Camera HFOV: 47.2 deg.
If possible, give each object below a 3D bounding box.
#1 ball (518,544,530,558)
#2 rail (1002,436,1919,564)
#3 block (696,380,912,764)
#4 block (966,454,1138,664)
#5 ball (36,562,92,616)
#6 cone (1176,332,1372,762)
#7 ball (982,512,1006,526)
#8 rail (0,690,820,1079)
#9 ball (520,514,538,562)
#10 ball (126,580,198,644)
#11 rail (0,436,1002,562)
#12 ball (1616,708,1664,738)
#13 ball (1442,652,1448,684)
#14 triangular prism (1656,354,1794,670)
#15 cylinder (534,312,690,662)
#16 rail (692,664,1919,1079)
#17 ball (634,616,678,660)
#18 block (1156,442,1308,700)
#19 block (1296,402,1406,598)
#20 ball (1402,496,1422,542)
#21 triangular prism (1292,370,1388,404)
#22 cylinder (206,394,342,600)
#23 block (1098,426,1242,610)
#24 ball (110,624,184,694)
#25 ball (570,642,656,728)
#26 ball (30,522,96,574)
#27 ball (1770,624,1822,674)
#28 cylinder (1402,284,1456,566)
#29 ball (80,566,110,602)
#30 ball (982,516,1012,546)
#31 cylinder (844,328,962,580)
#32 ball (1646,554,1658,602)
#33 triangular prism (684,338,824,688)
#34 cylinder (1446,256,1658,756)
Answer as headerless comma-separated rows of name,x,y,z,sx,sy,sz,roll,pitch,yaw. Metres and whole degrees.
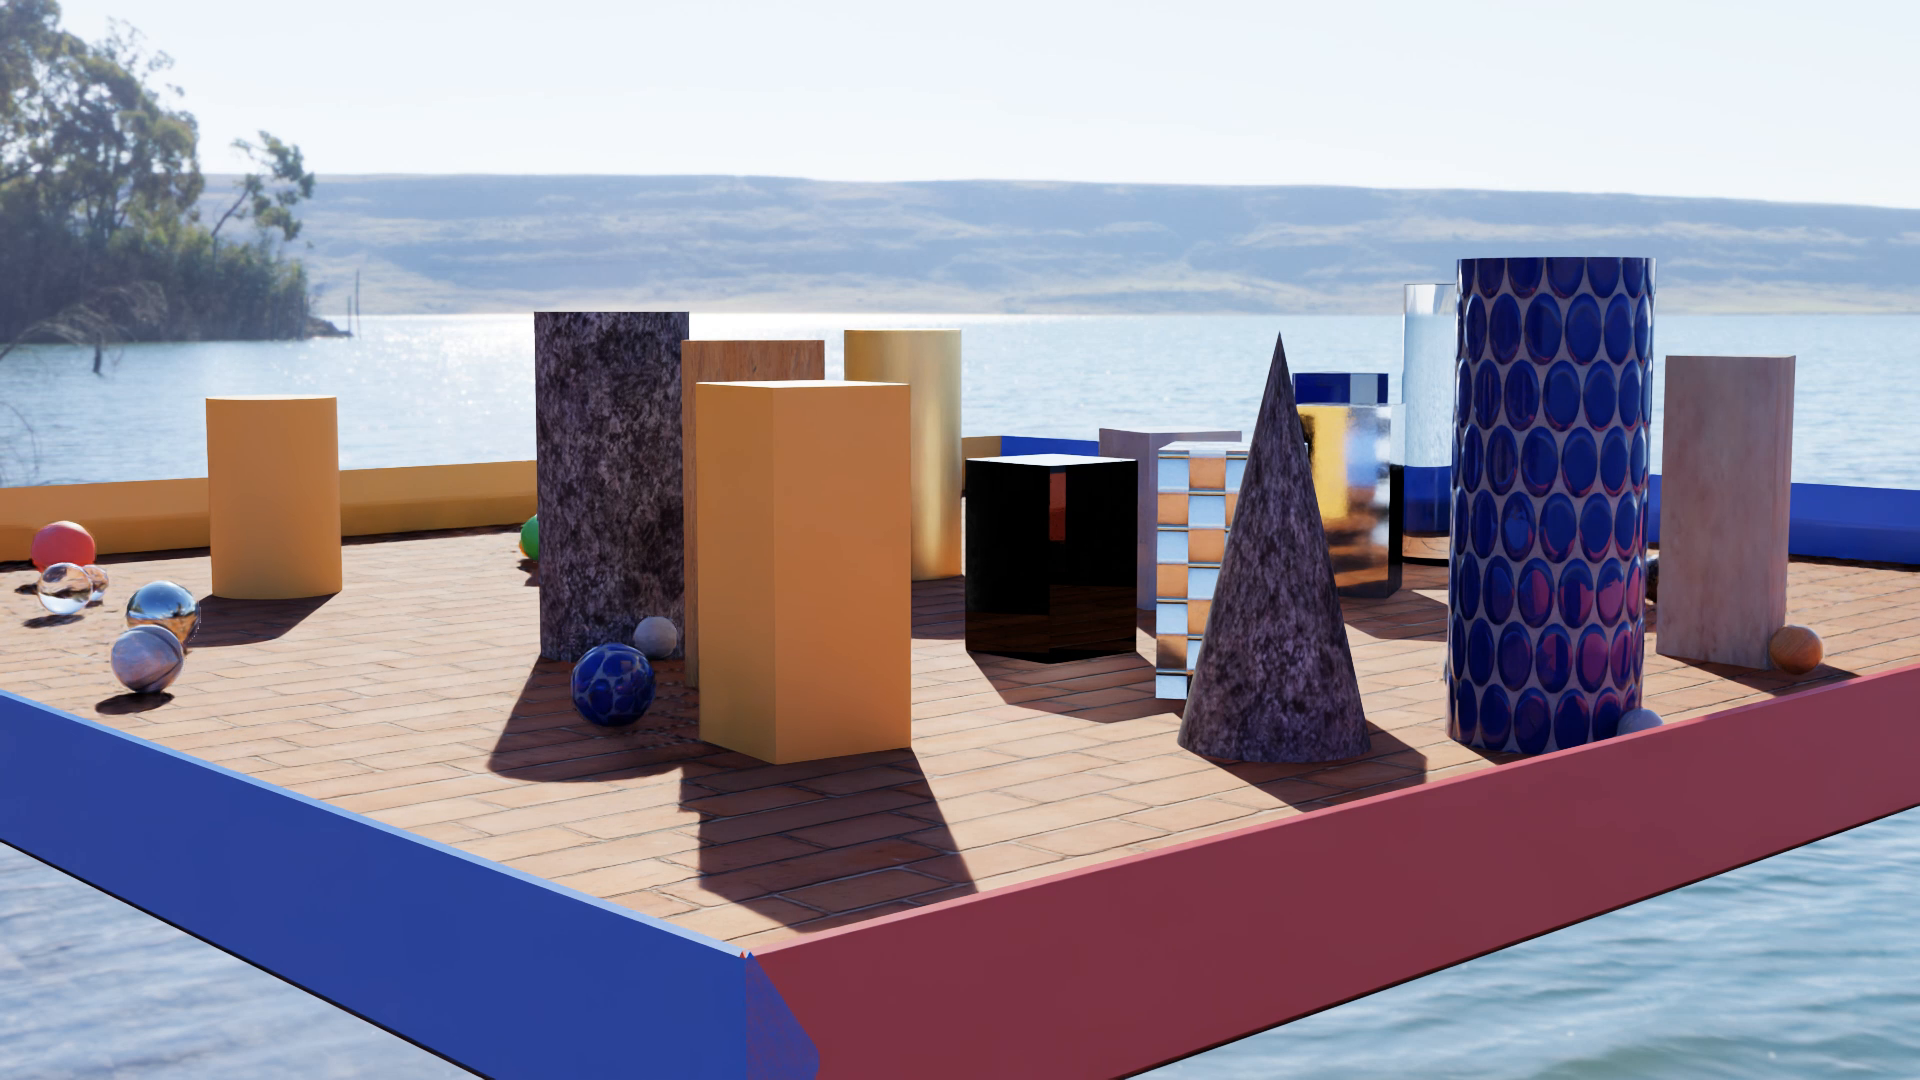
ball,-0.769,0.008,3.965,0.051,0.051,0.051,0,6,0
rail,1.165,-0.078,4.401,0.045,0.129,3.176,-5,8,-42
block,-0.161,0.025,2.255,0.159,0.371,0.159,-4,7,-34
block,0.119,0.020,2.877,0.159,0.252,0.159,-5,8,-41
ball,-1.315,0.072,3.228,0.077,0.077,0.077,0,6,0
cone,0.324,-0.002,2.251,0.199,0.426,0.199,0,6,0
ball,0.069,-0.026,4.270,0.055,0.055,0.055,0,6,0
rail,-1.165,0.145,2.263,0.045,0.129,3.176,-5,8,-42
ball,-0.735,-0.004,3.899,0.088,0.088,0.088,0,6,0
ball,-1.052,0.099,2.901,0.090,0.090,0.090,0,6,0
rail,-1.061,-0.085,4.475,3.217,0.129,0.045,-5,8,-42
ball,0.683,0.193,2.205,0.048,0.048,0.048,0,6,0
ball,0.587,0.148,2.505,0.075,0.075,0.075,0,6,0
triangular prism,1.020,-0.043,2.829,0.149,0.388,0.172,-4,7,-35
cylinder,-0.449,-0.074,2.862,0.199,0.444,0.199,0,6,0
rail,1.061,0.153,2.188,3.217,0.129,0.045,-5,8,-42
ball,-0.381,0.122,2.753,0.055,0.055,0.055,0,6,0
block,0.321,0.033,2.584,0.159,0.287,0.159,1,6,12
block,0.615,-0.067,3.501,0.159,0.296,0.159,2,6,19
ball,0.842,-0.041,4.235,0.094,0.094,0.094,0,6,0
triangular prism,0.700,-0.148,4.107,0.172,0.332,0.149,0,6,4
cylinder,-1.087,-0.072,3.488,0.199,0.309,0.199,0,6,0
block,0.320,-0.037,3.368,0.159,0.265,0.159,-3,7,-24
ball,-0.949,0.139,2.568,0.081,0.081,0.081,0,6,0
ball,-0.372,0.155,2.357,0.091,0.091,0.091,0,6,0
ball,-1.481,0.019,3.632,0.099,0.099,0.099,0,6,0
ball,1.027,0.134,2.702,0.062,0.062,0.062,0,6,0
cylinder,0.884,-0.207,3.908,0.199,0.491,0.199,0,6,0
ball,-1.338,0.066,3.381,0.056,0.056,0.056,0,6,0
ball,0.071,-0.018,4.180,0.058,0.058,0.058,0,6,0
cylinder,-0.096,-0.149,3.722,0.199,0.414,0.199,0,6,0
ball,1.073,0.059,3.346,0.079,0.079,0.079,0,6,0
triangular prism,-0.269,-0.040,2.689,0.172,0.410,0.149,-2,6,-21
cylinder,0.611,-0.041,2.282,0.199,0.497,0.199,0,6,0
